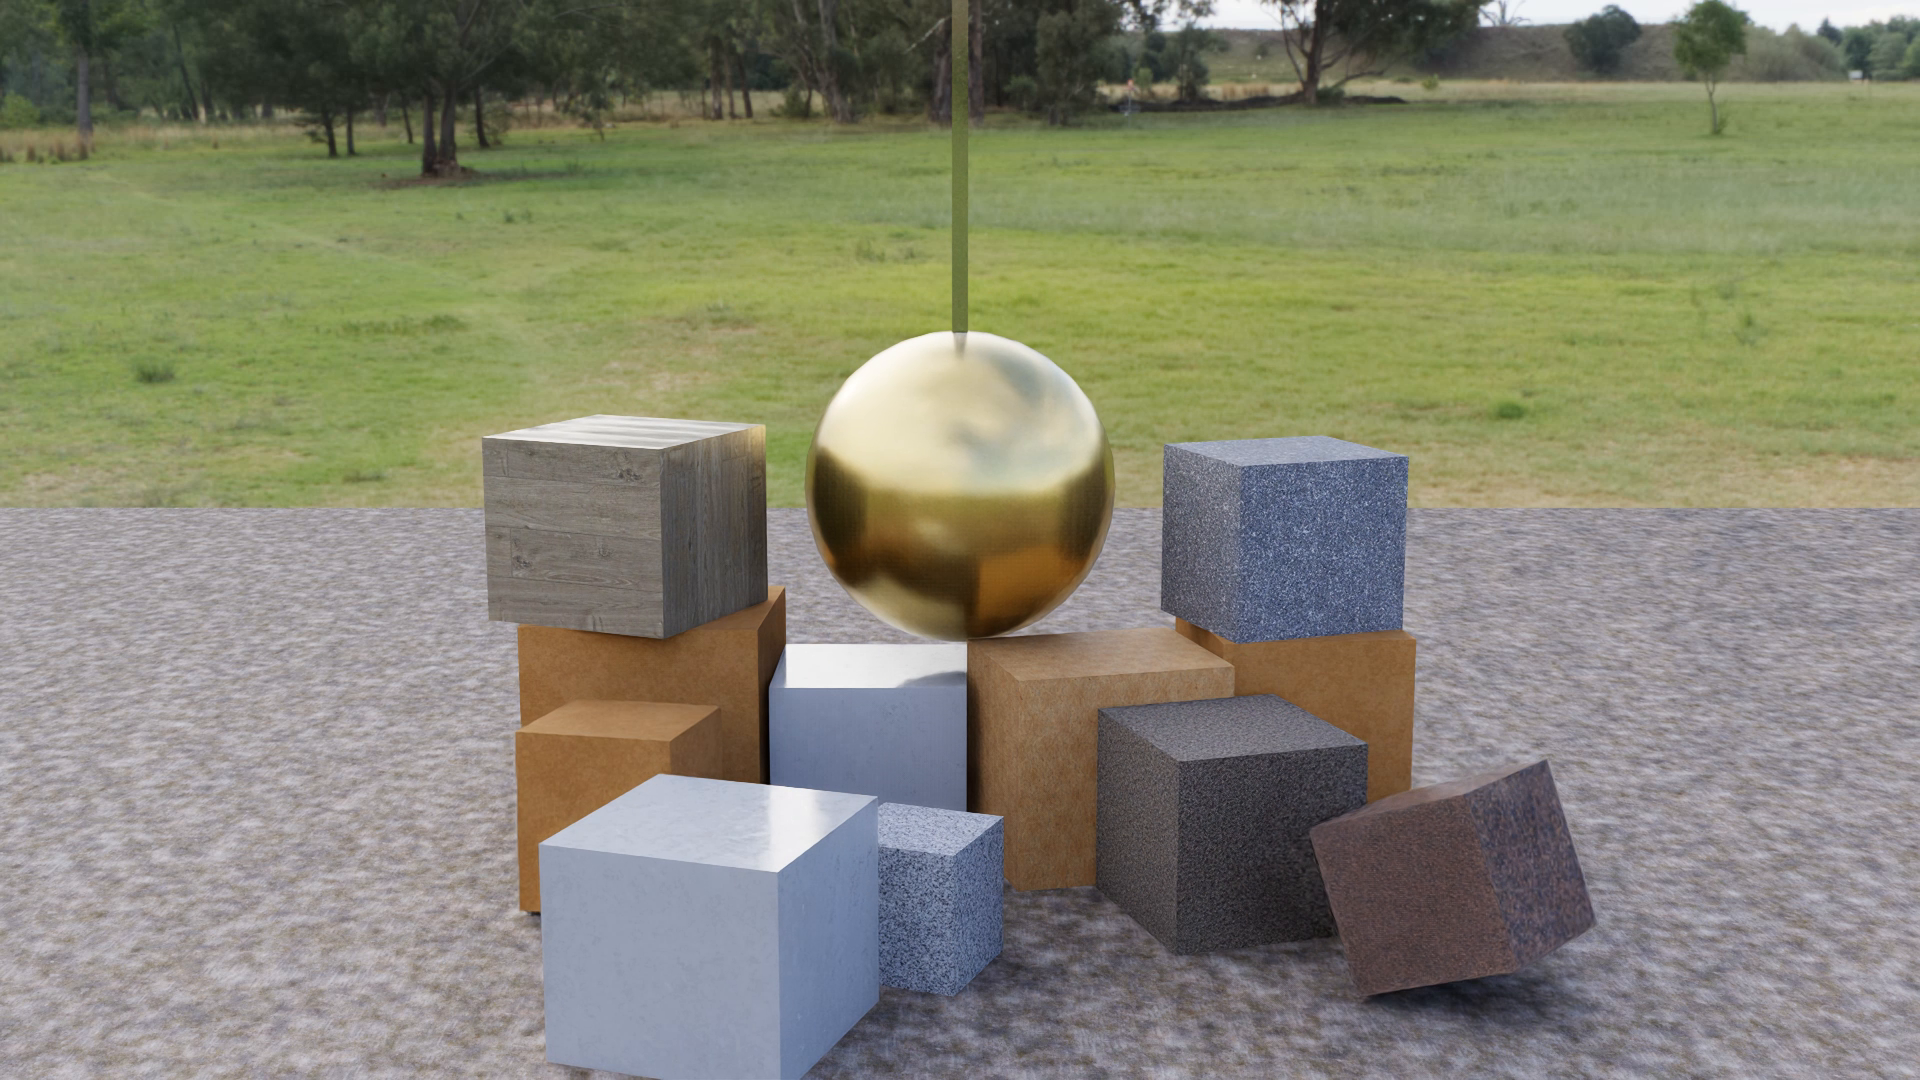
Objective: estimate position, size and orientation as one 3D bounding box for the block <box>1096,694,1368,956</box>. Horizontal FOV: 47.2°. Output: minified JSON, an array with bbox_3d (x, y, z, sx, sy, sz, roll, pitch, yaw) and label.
[{"bbox_3d":[1.225,1.277,10.091,0.908,0.877,0.946,-3,11,-18],"label":"block"}]

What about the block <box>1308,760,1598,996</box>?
[{"bbox_3d":[2.053,1.402,9.152,0.755,0.715,0.740,-20,-7,40],"label":"block"}]

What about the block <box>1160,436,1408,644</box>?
[{"bbox_3d":[1.624,-0.024,11.105,0.926,0.869,0.838,-4,11,-20],"label":"block"}]

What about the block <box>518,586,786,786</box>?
[{"bbox_3d":[-1.545,0.907,11.327,1.177,1.162,1.081,0,10,3],"label":"block"}]

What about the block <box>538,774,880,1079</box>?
[{"bbox_3d":[-0.966,1.528,8.712,0.988,0.877,0.997,4,11,19],"label":"block"}]

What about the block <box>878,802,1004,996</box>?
[{"bbox_3d":[-0.177,1.530,9.445,0.560,0.610,0.575,4,11,22],"label":"block"}]

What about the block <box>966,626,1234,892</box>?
[{"bbox_3d":[0.674,1.057,10.882,1.077,1.027,0.902,-3,11,-15],"label":"block"}]

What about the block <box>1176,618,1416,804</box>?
[{"bbox_3d":[1.689,0.939,11.320,0.961,1.103,1.102,-1,10,-6],"label":"block"}]

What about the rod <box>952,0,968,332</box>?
[{"bbox_3d":[0.000,-3.603,10.593,0.080,5.200,0.080,0,12,0],"label":"rod"}]

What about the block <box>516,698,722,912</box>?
[{"bbox_3d":[-1.580,1.246,10.297,0.739,0.840,0.725,2,9,12],"label":"block"}]

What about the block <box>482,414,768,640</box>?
[{"bbox_3d":[-1.663,-0.096,11.046,1.016,0.912,1.000,5,11,24],"label":"block"}]

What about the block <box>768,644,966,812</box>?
[{"bbox_3d":[-0.450,1.061,11.355,0.973,0.850,0.947,0,10,0],"label":"block"}]

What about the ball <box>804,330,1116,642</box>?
[{"bbox_3d":[0.000,-0.274,11.287,1.600,1.600,1.600,0,10,0],"label":"ball"}]
